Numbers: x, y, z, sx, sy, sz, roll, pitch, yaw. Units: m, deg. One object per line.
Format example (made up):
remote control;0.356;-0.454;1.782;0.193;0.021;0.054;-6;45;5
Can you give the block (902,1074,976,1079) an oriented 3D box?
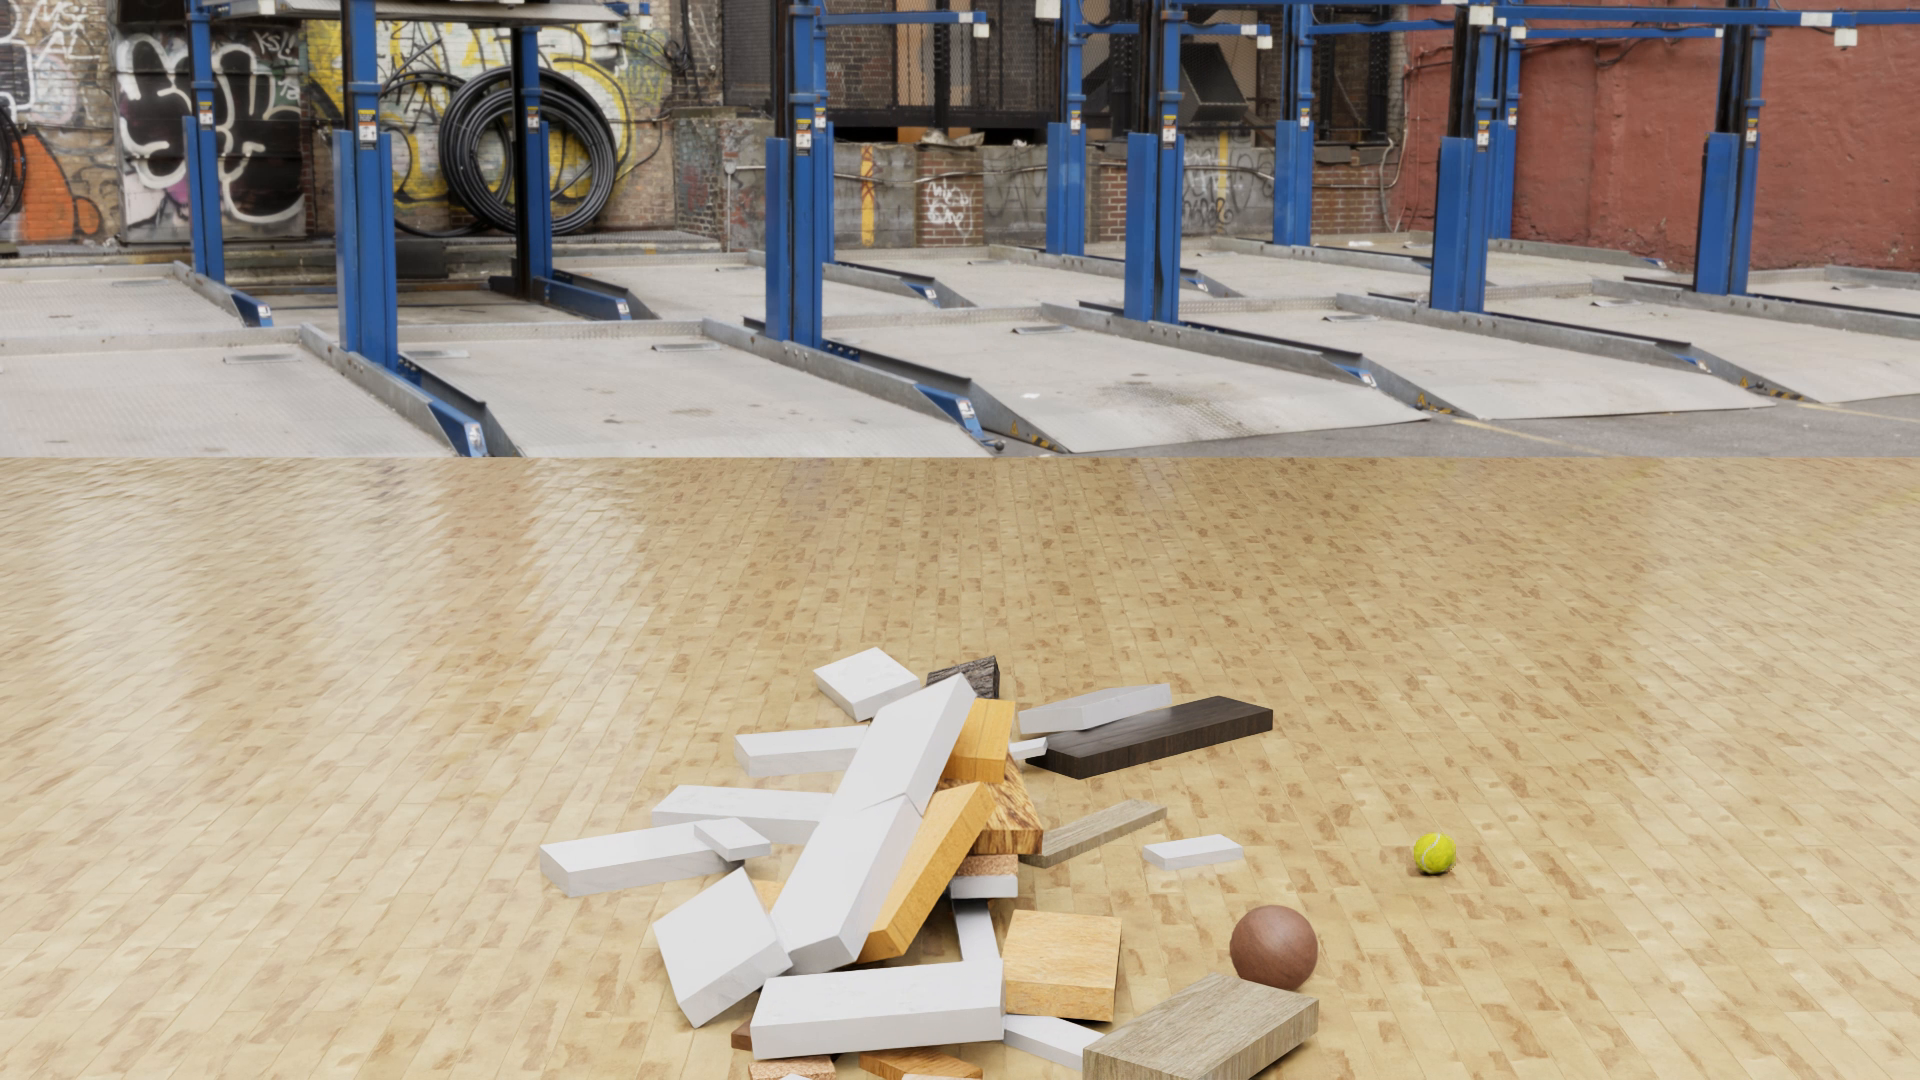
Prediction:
block;-0.029;0.744;2.736;0.136;0.039;0.273;2;11;10

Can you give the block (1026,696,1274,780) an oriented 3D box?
block;0.398;0.404;4.547;0.567;0.045;0.158;-9;14;-40

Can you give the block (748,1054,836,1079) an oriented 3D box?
block;-0.226;0.715;2.953;0.111;0.016;0.055;-2;11;-13

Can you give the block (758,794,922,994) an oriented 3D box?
block;-0.191;0.534;3.348;0.178;0.050;0.356;-23;19;26

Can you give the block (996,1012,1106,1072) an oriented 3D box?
block;0.341;0.728;2.864;0.854;0.022;0.079;9;14;42

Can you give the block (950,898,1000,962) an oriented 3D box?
block;0.022;0.609;3.452;0.055;0.016;0.392;-1;10;-4

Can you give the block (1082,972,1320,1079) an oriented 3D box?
block;0.329;0.674;2.965;0.169;0.048;0.338;8;13;36

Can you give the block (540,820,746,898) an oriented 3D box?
block;-0.547;0.546;3.785;0.315;0.045;0.158;-6;12;-28

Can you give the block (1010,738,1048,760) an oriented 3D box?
block;0.109;0.420;4.360;0.125;0.018;0.063;-12;10;10

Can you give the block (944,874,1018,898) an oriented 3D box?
block;0.027;0.550;3.571;0.106;0.030;0.211;-1;-1;-6

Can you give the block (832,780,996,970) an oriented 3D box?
block;-0.093;0.517;3.398;0.178;0.050;0.355;-19;22;36

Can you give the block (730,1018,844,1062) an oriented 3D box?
block;-0.233;0.693;3.056;0.152;0.022;0.076;4;11;21

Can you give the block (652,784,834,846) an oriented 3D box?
block;-0.379;0.502;4.016;0.328;0.047;0.164;2;11;11

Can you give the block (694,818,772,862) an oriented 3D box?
block;-0.391;0.513;3.777;0.078;0.022;0.157;-6;12;-28

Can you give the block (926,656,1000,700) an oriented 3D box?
block;-0.003;0.372;4.606;0.157;0.045;0.773;-15;10;5

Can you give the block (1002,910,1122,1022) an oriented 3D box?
block;0.150;0.627;3.266;0.169;0.048;0.337;3;8;6

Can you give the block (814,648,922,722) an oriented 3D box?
block;-0.206;0.319;4.892;0.158;0.045;0.315;-20;16;-15

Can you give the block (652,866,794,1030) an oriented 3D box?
block;-0.358;0.601;3.274;0.164;0.047;0.328;-32;16;-7

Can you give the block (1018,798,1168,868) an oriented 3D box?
block;0.235;0.525;3.955;0.078;0.022;0.372;9;14;38

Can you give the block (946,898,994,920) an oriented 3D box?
block;0.018;0.600;3.581;0.045;0.013;0.091;4;11;23

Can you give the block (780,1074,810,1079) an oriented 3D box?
block;-0.236;0.733;2.837;0.076;0.022;0.152;7;13;34

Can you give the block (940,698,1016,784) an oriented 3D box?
block;0.013;0.345;3.843;0.148;0.042;0.295;5;16;4

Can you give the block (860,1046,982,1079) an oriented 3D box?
block;-0.053;0.711;2.958;0.157;0.022;0.079;10;15;44

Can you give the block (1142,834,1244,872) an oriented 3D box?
block;0.407;0.546;3.845;0.157;0.022;0.078;-5;12;-24

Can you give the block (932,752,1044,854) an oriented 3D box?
block;0.028;0.417;3.744;0.148;0.042;0.480;1;16;-8

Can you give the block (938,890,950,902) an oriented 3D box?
block;-0.027;0.582;3.677;0.045;0.013;0.091;-2;11;-13

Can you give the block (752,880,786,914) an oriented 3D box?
block;-0.249;0.597;3.519;0.295;0.042;0.148;3;11;14

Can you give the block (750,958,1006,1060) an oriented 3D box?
block;-0.108;0.644;3.028;0.338;0.048;0.169;-6;11;4

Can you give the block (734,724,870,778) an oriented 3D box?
block;-0.285;0.424;4.439;0.315;0.045;0.158;-3;11;-16

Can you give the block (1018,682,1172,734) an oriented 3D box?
block;0.289;0.356;4.661;0.164;0.047;0.329;-8;0;39

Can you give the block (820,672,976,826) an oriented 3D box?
block;-0.100;0.365;3.648;0.178;0.050;0.356;-26;19;27

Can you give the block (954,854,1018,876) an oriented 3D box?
block;0.028;0.520;3.607;0.106;0.030;0.211;-1;-1;-7
